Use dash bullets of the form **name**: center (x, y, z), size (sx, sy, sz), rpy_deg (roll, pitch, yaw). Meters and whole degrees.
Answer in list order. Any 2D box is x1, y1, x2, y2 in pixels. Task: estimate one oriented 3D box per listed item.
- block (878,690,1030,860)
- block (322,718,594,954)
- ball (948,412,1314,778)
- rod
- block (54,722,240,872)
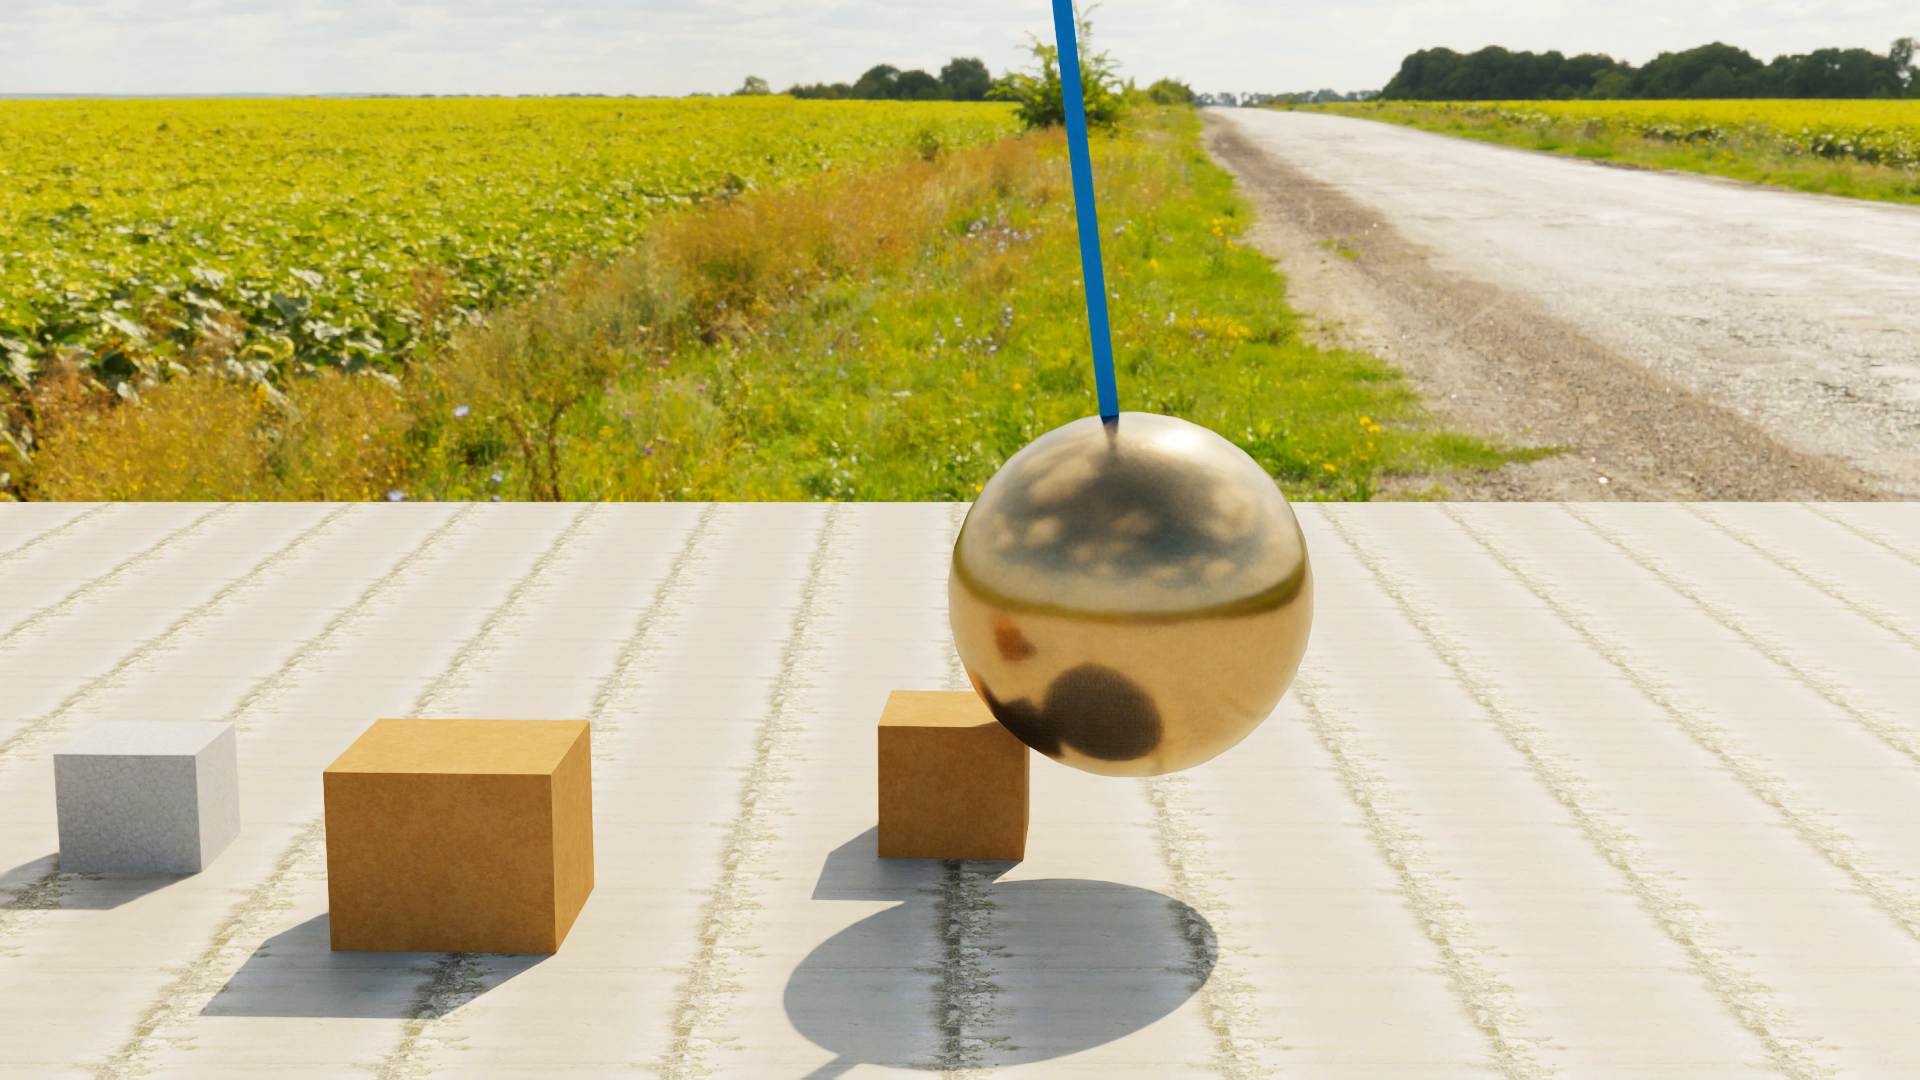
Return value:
- **block**: center (-0.019, 1.081, 11.893), size (0.659, 0.618, 0.675), rpy_deg (1, 10, 4)
- **block**: center (-2.075, 1.223, 10.744), size (0.920, 0.750, 0.869), rpy_deg (0, 10, 2)
- **ball**: center (0.745, 0.239, 11.224), size (1.600, 1.600, 1.600), rpy_deg (0, 10, 0)
- **rod**: center (0.323, -3.080, 10.620), size (0.080, 5.200, 0.080), rpy_deg (-7, 10, 1)
- **block**: center (-3.687, 1.161, 11.670), size (0.633, 0.541, 0.586), rpy_deg (0, 10, 1)
